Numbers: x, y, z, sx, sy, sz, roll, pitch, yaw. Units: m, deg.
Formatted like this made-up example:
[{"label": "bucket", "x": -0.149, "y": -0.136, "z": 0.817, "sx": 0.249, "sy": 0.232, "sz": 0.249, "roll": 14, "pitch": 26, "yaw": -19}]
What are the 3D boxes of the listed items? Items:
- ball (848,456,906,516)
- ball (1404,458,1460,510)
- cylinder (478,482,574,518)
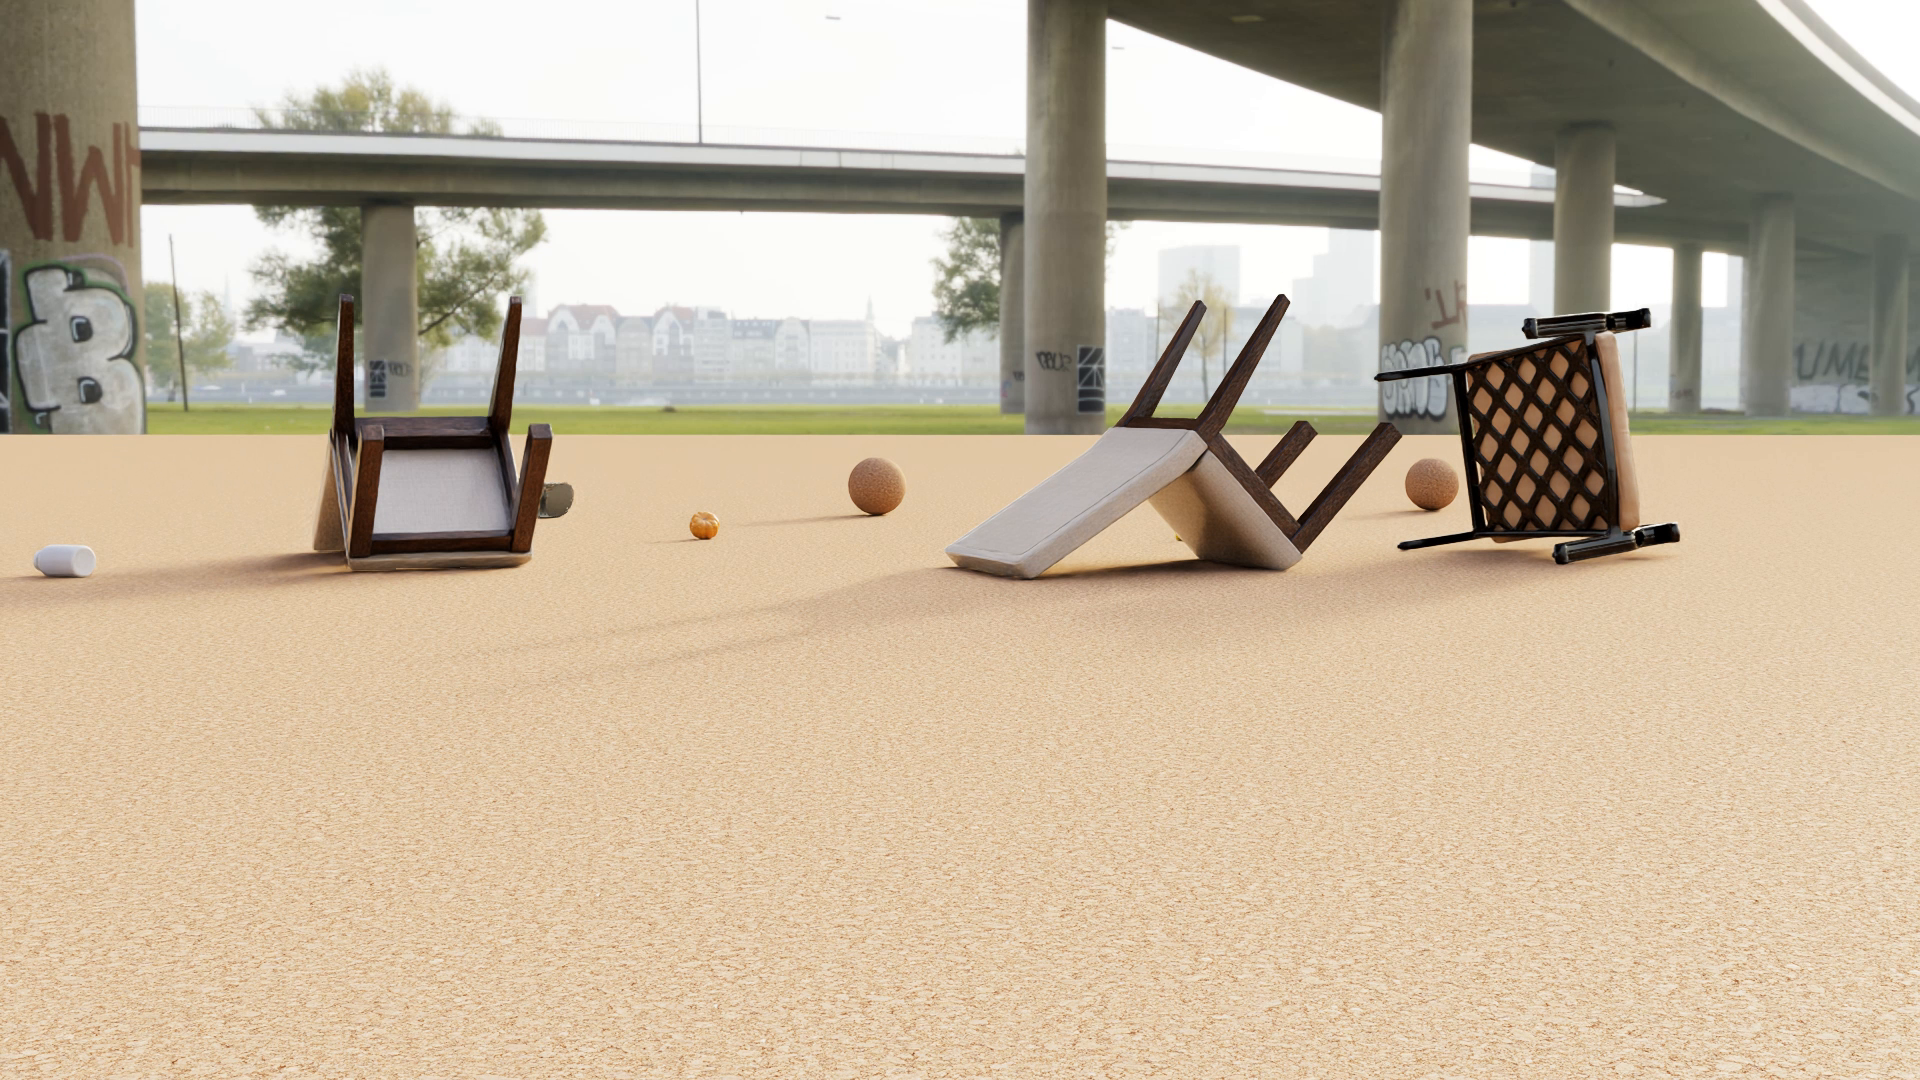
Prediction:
[{"label": "ball", "x": -0.295, "y": -0.193, "z": 7.838, "sx": 0.209, "sy": 0.209, "sz": 0.209, "roll": 0, "pitch": 4, "yaw": 0}, {"label": "ball", "x": 1.744, "y": -0.207, "z": 8.126, "sx": 0.197, "sy": 0.197, "sz": 0.197, "roll": 0, "pitch": 4, "yaw": 0}, {"label": "cylinder", "x": -1.522, "y": -0.142, "z": 7.725, "sx": 0.262, "sy": 0.116, "sz": 0.206, "roll": 1, "pitch": 17, "yaw": 19}]
